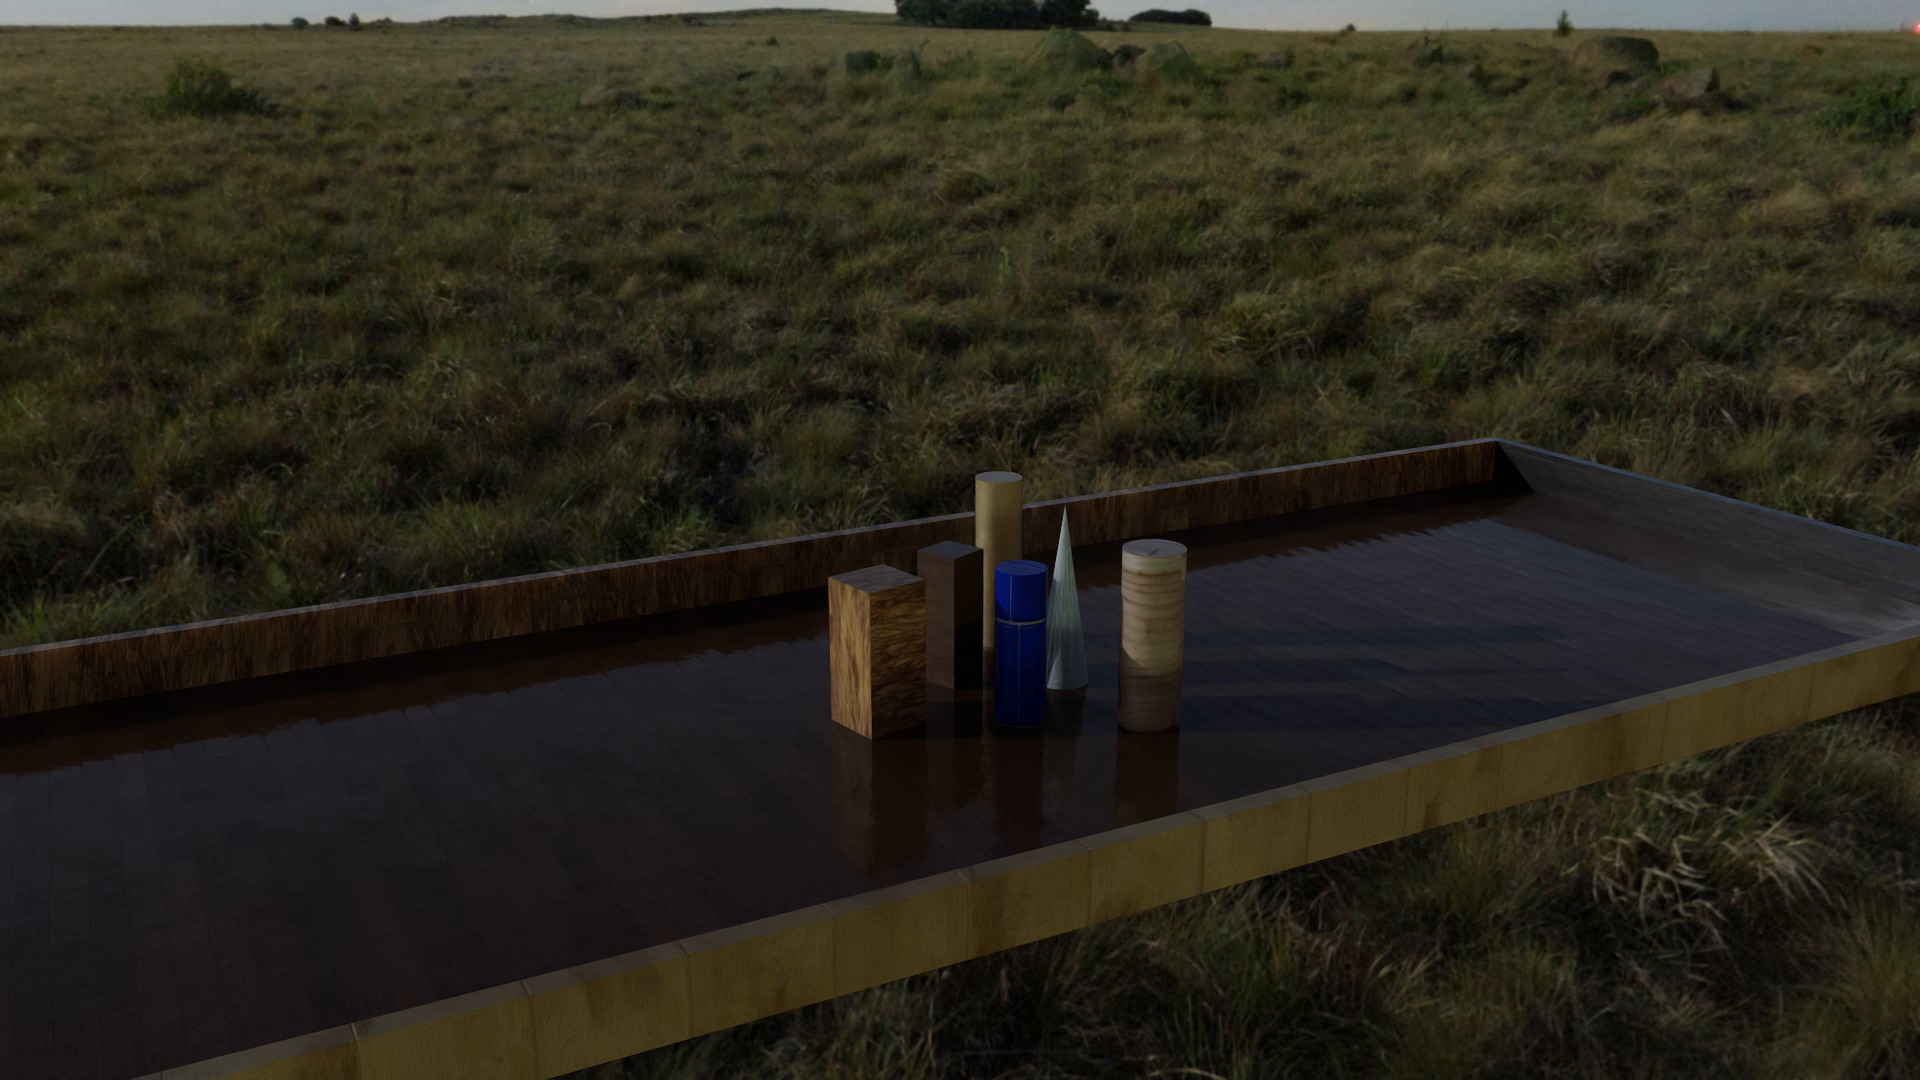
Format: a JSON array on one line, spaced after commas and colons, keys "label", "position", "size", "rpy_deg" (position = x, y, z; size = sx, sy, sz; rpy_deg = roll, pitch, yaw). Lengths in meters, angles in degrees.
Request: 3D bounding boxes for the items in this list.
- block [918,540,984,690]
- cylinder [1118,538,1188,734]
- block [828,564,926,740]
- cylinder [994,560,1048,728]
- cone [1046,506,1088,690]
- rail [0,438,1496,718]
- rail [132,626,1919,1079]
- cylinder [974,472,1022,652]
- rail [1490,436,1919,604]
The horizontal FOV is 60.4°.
[{"label": "block", "position": [-0.024, 0.186, 4.122], "size": [0.117, 0.338, 0.117], "rpy_deg": [13, 21, 37]}, {"label": "cylinder", "position": [0.446, 0.223, 3.837], "size": [0.148, 0.427, 0.148], "rpy_deg": [0, 16, 0]}, {"label": "block", "position": [-0.192, 0.258, 3.849], "size": [0.160, 0.354, 0.160], "rpy_deg": [-13, 21, -38]}, {"label": "cylinder", "position": [0.142, 0.243, 3.867], "size": [0.121, 0.373, 0.121], "rpy_deg": [0, 16, 0]}, {"label": "cone", "position": [0.257, 0.133, 4.090], "size": [0.133, 0.459, 0.133], "rpy_deg": [0, 16, 0]}, {"label": "rail", "position": [-3.305, 0.497, 3.399], "size": [12.000, 0.150, 0.050], "rpy_deg": [-9, 18, -27]}, {"label": "rail", "position": [-2.336, 1.006, 1.665], "size": [12.000, 0.150, 0.050], "rpy_deg": [-9, 18, -27]}, {"label": "cylinder", "position": [0.101, 0.056, 4.349], "size": [0.124, 0.459, 0.124], "rpy_deg": [0, 16, 0]}, {"label": "rail", "position": [2.466, -0.048, 5.253], "size": [0.050, 0.150, 2.100], "rpy_deg": [-9, 18, -27]}]
